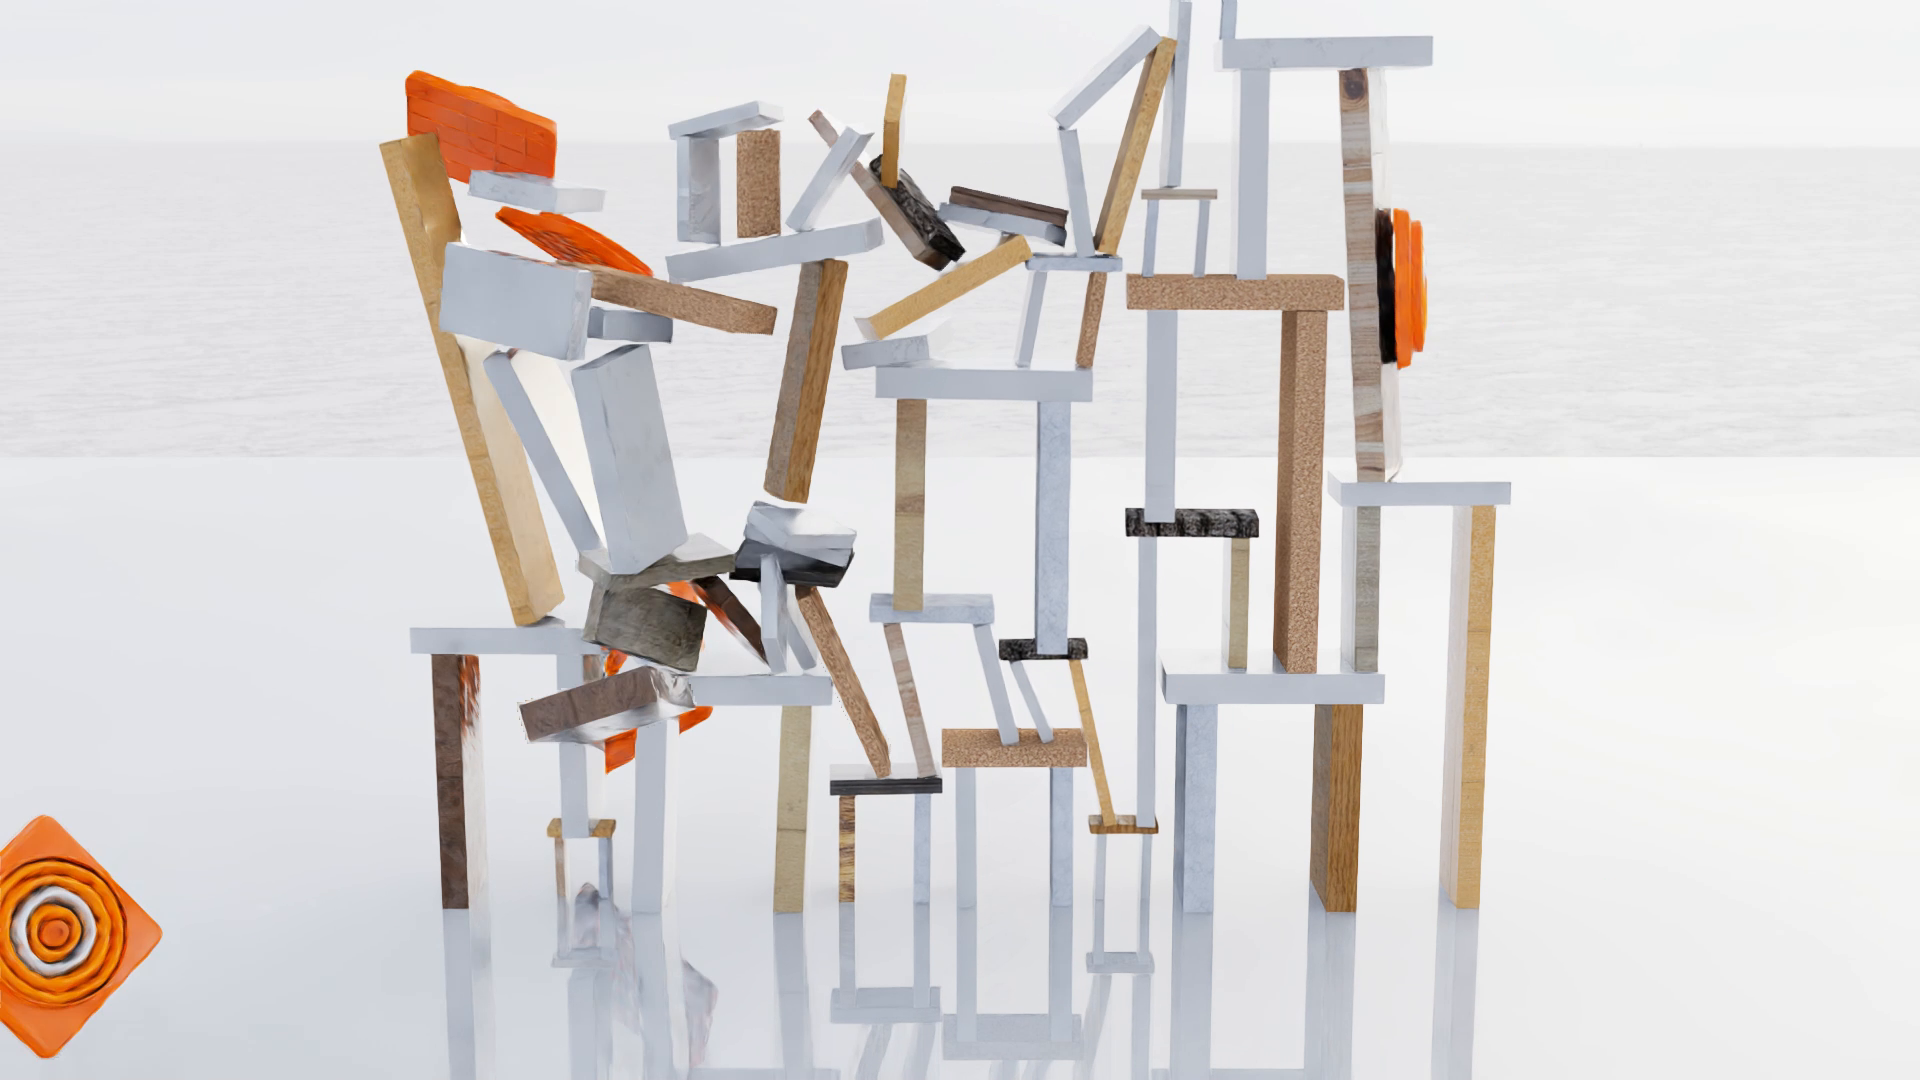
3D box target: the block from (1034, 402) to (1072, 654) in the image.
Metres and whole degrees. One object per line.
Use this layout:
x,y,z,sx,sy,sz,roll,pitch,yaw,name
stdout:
0.149,-0.032,3.549,0.048,0.405,0.170,0,11,0,block

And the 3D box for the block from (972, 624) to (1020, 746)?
0.058,0.226,3.603,0.028,0.201,0.100,-14,10,2,block

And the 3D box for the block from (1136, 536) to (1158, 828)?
0.305,0.224,3.613,0.030,0.483,0.106,0,10,3,block

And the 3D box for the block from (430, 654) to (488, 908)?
-0.825,0.379,3.633,0.043,0.428,0.153,0,11,0,block

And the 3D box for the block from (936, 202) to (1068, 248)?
0.067,-0.499,3.486,0.186,0.026,0.093,14,4,22,block

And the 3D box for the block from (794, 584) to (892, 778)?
-0.187,0.218,3.540,0.025,0.362,0.089,-20,28,3,block

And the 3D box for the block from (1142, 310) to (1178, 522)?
0.320,-0.208,3.531,0.047,0.335,0.167,0,10,3,block

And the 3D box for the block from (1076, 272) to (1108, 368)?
0.209,-0.353,3.492,0.021,0.149,0.075,8,10,-4,block

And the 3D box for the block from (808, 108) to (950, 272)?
-0.130,-0.557,3.494,0.317,0.025,0.088,54,16,21,block

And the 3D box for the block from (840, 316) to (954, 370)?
-0.098,-0.319,3.558,0.137,0.039,0.275,-7,11,9,block

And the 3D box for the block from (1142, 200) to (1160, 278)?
0.302,-0.479,3.484,0.017,0.120,0.060,4,10,2,block

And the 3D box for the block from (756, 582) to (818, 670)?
-0.275,0.114,3.525,0.025,0.178,0.089,-19,32,11,block

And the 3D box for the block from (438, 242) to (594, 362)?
-0.650,-0.349,3.209,0.257,0.129,0.036,15,14,30,block

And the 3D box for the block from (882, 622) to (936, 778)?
-0.083,0.252,3.611,0.028,0.259,0.100,-13,11,0,block

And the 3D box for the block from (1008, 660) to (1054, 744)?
0.117,0.256,3.607,0.020,0.143,0.072,-23,10,4,block

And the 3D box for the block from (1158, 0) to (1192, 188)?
0.341,-0.745,3.451,0.021,0.378,0.075,2,6,-6,block

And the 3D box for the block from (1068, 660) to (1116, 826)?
0.216,0.325,3.616,0.020,0.284,0.072,-12,10,2,block

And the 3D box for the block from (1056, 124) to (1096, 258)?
0.181,-0.550,3.452,0.028,0.199,0.099,-9,16,2,block

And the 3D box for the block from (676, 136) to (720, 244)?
-0.397,-0.529,3.337,0.022,0.157,0.078,4,7,30,block

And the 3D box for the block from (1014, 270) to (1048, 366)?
0.112,-0.356,3.503,0.021,0.149,0.075,9,10,-6,block

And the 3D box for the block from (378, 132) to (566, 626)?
-0.769,-0.253,3.493,0.036,0.780,0.129,-10,13,14,block

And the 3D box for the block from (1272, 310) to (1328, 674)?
0.547,-0.086,3.544,0.047,0.577,0.167,0,11,0,block

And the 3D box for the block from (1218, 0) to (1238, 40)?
0.419,-0.851,3.409,0.021,0.149,0.075,3,10,3,block

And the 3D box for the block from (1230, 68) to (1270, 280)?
0.455,-0.576,3.461,0.045,0.320,0.160,0,10,3,block

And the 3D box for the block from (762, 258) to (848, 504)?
-0.239,-0.249,3.392,0.039,0.372,0.137,9,5,-19,block

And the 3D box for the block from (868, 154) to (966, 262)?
-0.067,-0.527,3.492,0.186,0.026,0.093,56,15,27,block

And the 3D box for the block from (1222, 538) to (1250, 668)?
0.449,0.093,3.582,0.030,0.212,0.106,0,11,0,block

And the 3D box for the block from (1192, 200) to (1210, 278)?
0.381,-0.478,3.480,0.017,0.120,0.060,4,10,2,block

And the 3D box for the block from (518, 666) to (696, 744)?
-0.433,0.210,2.759,0.152,0.043,0.510,-18,-5,-4,block

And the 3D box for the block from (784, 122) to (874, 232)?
-0.195,-0.543,3.293,0.025,0.175,0.088,36,18,2,block

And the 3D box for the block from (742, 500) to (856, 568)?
-0.248,-0.010,3.413,0.167,0.024,0.083,17,28,-3,block

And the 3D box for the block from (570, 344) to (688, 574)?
-0.491,-0.122,3.279,0.044,0.311,0.156,-2,18,23,block

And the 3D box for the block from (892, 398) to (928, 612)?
-0.080,-0.070,3.548,0.048,0.339,0.170,1,11,-1,block

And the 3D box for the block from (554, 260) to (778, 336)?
-0.443,-0.364,3.305,0.303,0.043,0.152,15,8,15,block

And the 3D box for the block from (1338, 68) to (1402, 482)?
0.651,-0.419,3.482,0.045,0.638,0.160,-1,10,21,block

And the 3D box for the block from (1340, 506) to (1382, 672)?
0.649,0.066,3.567,0.038,0.268,0.134,-1,11,0,block

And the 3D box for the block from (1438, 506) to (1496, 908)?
0.830,0.263,3.604,0.038,0.667,0.134,0,11,0,block

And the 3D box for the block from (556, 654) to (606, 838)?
-0.622,0.320,3.617,0.043,0.307,0.153,0,11,2,block

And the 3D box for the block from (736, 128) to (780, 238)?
-0.303,-0.536,3.307,0.022,0.157,0.078,11,18,32,block

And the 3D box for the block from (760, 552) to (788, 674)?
-0.280,0.110,3.305,0.024,0.083,0.166,-8,48,3,block

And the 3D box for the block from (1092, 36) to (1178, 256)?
0.272,-0.618,3.453,0.028,0.342,0.099,15,9,-6,block

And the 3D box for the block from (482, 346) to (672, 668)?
-0.592,-0.064,3.510,0.044,0.556,0.156,-20,17,15,block
